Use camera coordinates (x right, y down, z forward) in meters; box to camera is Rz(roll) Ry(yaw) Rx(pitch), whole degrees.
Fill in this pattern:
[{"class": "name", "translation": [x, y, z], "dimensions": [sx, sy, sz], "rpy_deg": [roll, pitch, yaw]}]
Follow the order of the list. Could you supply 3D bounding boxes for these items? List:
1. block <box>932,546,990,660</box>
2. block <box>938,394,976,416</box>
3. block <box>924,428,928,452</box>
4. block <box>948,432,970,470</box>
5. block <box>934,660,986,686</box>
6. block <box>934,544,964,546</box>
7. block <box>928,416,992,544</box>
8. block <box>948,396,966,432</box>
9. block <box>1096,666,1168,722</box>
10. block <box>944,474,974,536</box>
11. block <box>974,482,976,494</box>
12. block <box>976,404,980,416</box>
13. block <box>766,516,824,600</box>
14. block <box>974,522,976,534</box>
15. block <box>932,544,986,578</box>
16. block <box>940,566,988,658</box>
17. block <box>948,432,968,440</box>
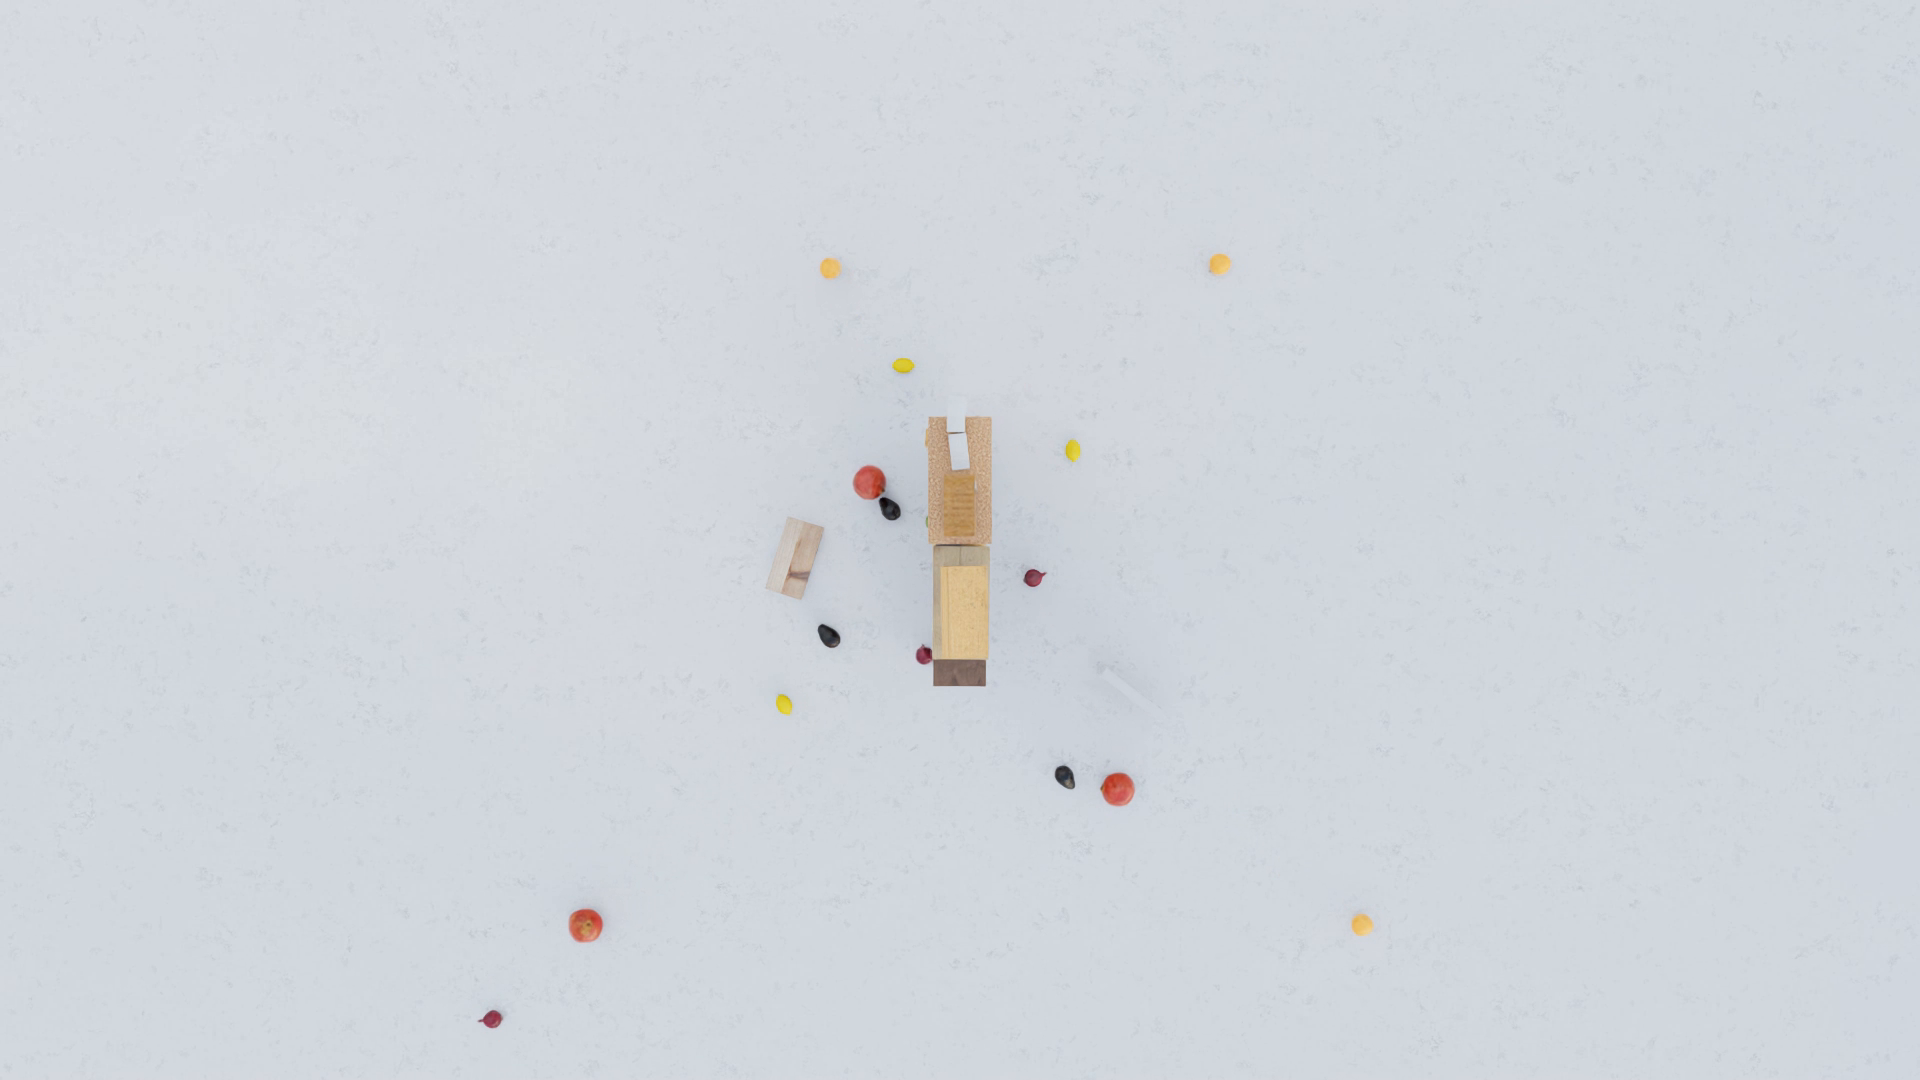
[{"class": "block", "translation": [0.003, 0.173, 4.557], "dimensions": [0.156, 0.044, 0.311], "rpy_deg": [1, 90, 0]}, {"class": "block", "translation": [-0.009, -0.323, 5.000], "dimensions": [0.117, 0.033, 0.233], "rpy_deg": [-1, 90, 0]}, {"class": "block", "translation": [-0.009, -0.276, 4.763], "dimensions": [0.174, 0.440, 0.049], "rpy_deg": [4, 90, 0]}, {"class": "block", "translation": [-0.002, -0.241, 4.476], "dimensions": [0.049, 0.014, 0.097], "rpy_deg": [-6, 103, 0]}, {"class": "block", "translation": [0.000, 0.279, 4.926], "dimensions": [0.157, 0.044, 0.314], "rpy_deg": [0, 90, 0]}, {"class": "block", "translation": [0.006, 0.038, 4.735], "dimensions": [0.156, 0.311, 0.044], "rpy_deg": [28, 90, 0]}, {"class": "block", "translation": [0.000, -0.163, 4.519], "dimensions": [0.174, 0.049, 0.347], "rpy_deg": [0, 90, 0]}, {"class": "block", "translation": [-0.010, -0.341, 4.473], "dimensions": [0.049, 0.014, 0.097], "rpy_deg": [1, 90, 0]}, {"class": "block", "translation": [0.568, 0.506, 5.437], "dimensions": [0.252, 0.126, 0.036], "rpy_deg": [37, 90, 0]}, {"class": "block", "translation": [-0.002, -0.090, 4.320], "dimensions": [0.081, 0.023, 0.162], "rpy_deg": [0, 90, 0]}, {"class": "block", "translation": [0.003, -0.140, 4.413], "dimensions": [0.081, 0.162, 0.023], "rpy_deg": [-2, 88, 0]}, {"class": "block", "translation": [0.000, -0.397, 5.258], "dimensions": [0.117, 0.484, 0.033], "rpy_deg": [0, 90, 0]}, {"class": "block", "translation": [-0.549, 0.060, 5.482], "dimensions": [0.126, 0.036, 0.252], "rpy_deg": [17, 90, 0]}, {"class": "block", "translation": [0.000, -0.031, 4.412], "dimensions": [0.081, 0.162, 0.023], "rpy_deg": [-2, 87, 0]}, {"class": "block", "translation": [-0.002, -0.042, 4.913], "dimensions": [0.157, 0.044, 0.314], "rpy_deg": [0, 90, 0]}, {"class": "block", "translation": [0.012, 0.197, 4.517], "dimensions": [0.126, 0.036, 0.252], "rpy_deg": [-1, 90, 0]}, {"class": "block", "translation": [-0.007, -0.304, 4.487], "dimensions": [0.049, 0.014, 0.097], "rpy_deg": [-4, 90, 0]}]
